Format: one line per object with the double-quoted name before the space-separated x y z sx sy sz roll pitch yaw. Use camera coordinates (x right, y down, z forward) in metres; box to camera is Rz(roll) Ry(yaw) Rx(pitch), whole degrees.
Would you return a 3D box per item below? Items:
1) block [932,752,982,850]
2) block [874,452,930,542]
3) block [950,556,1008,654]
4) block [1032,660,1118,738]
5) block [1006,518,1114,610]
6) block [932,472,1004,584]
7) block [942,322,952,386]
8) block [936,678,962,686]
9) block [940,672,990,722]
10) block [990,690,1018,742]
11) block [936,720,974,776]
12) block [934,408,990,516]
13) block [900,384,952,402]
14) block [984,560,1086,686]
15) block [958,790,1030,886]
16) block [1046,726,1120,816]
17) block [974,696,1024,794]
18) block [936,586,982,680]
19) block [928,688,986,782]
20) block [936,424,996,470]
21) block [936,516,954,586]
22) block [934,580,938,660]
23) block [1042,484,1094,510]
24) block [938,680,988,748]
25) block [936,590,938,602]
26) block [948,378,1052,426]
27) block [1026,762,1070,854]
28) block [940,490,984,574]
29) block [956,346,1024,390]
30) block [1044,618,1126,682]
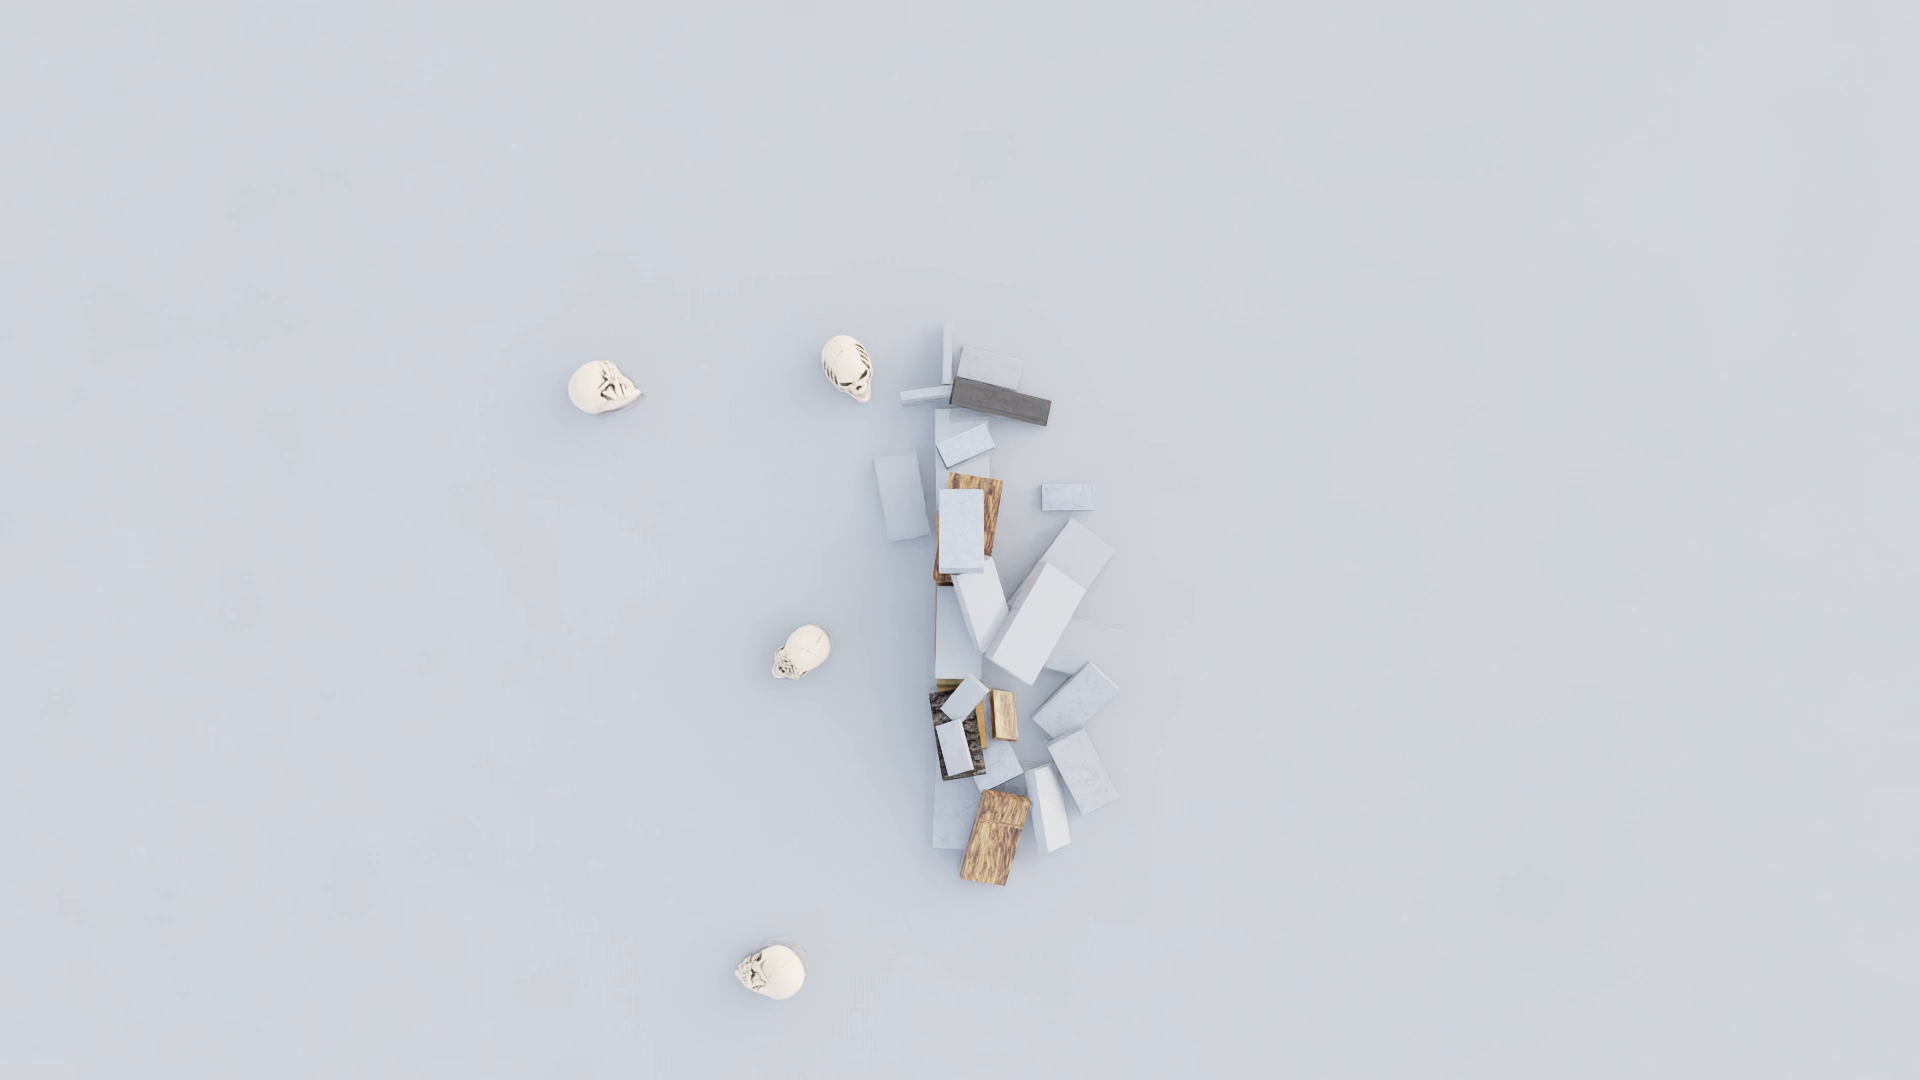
"block" -0.007 0.868 5.478 0.155 0.044 0.310 3 90 0
"block" -0.191 -0.144 5.480 0.140 0.040 0.281 -10 90 0
"block" 0.075 0.206 5.268 0.140 0.040 0.281 -28 113 -26
"block" 0.381 0.539 5.449 0.135 0.038 0.269 43 101 -6
"block" 0.333 0.125 5.443 0.180 0.051 0.359 37 81 3
"block" 0.025 -0.031 5.326 0.176 0.050 0.351 9 85 0
"block" -0.041 -0.613 5.449 0.029 0.102 0.204 1 90 0
"block" -0.001 0.341 5.434 0.143 0.040 0.285 1 71 0
"block" 0.015 0.514 5.312 0.083 0.023 0.166 43 119 10
"block" 0.145 0.579 5.435 0.083 0.023 0.166 12 60 -26
"block" -0.017 0.669 5.311 0.083 0.023 0.166 -21 76 24
"block" 0.007 -0.259 5.428 0.176 0.050 0.351 -1 74 -1
"block" -0.092 -0.485 5.449 0.204 0.102 0.029 -7 90 0
"block" 0.244 0.268 5.323 0.180 0.051 0.359 35 80 -27
"block" 0.113 0.979 5.420 0.155 0.044 0.310 12 105 -15
"block" 0.405 0.762 5.453 0.135 0.038 0.269 -27 102 0
"block" 0.073 0.662 5.442 0.155 0.044 0.310 -25 77 -3
"block" -0.002 0.301 5.342 0.149 0.042 0.298 1 84 0
"block" -0.009 0.630 5.368 0.143 0.040 0.285 -10 77 1
"block" 0.019 -0.306 5.403 0.175 0.025 0.087 -24 76 -7
"block" 0.011 -0.026 5.414 0.176 0.050 0.351 -1 74 -1
"block" -0.007 0.244 5.424 0.149 0.042 0.298 1 71 0
"block" 0.360 -0.143 5.488 0.175 0.025 0.087 0 90 0
"block" 0.006 0.548 5.427 0.143 0.040 0.285 -6 77 2
"block" 0.001 0.055 5.438 0.149 0.042 0.298 1 74 0
"block" 0.134 -0.453 5.430 0.342 0.025 0.087 12 90 -20
"block" 0.290 0.882 5.435 0.038 0.135 0.269 -10 90 37
"block" 0.005 -0.029 5.228 0.140 0.040 0.281 0 62 0
"block" 0.100 -0.571 5.486 0.204 0.029 0.102 14 90 0
"block" 0.354 0.346 5.475 0.359 0.051 0.180 16 90 0
